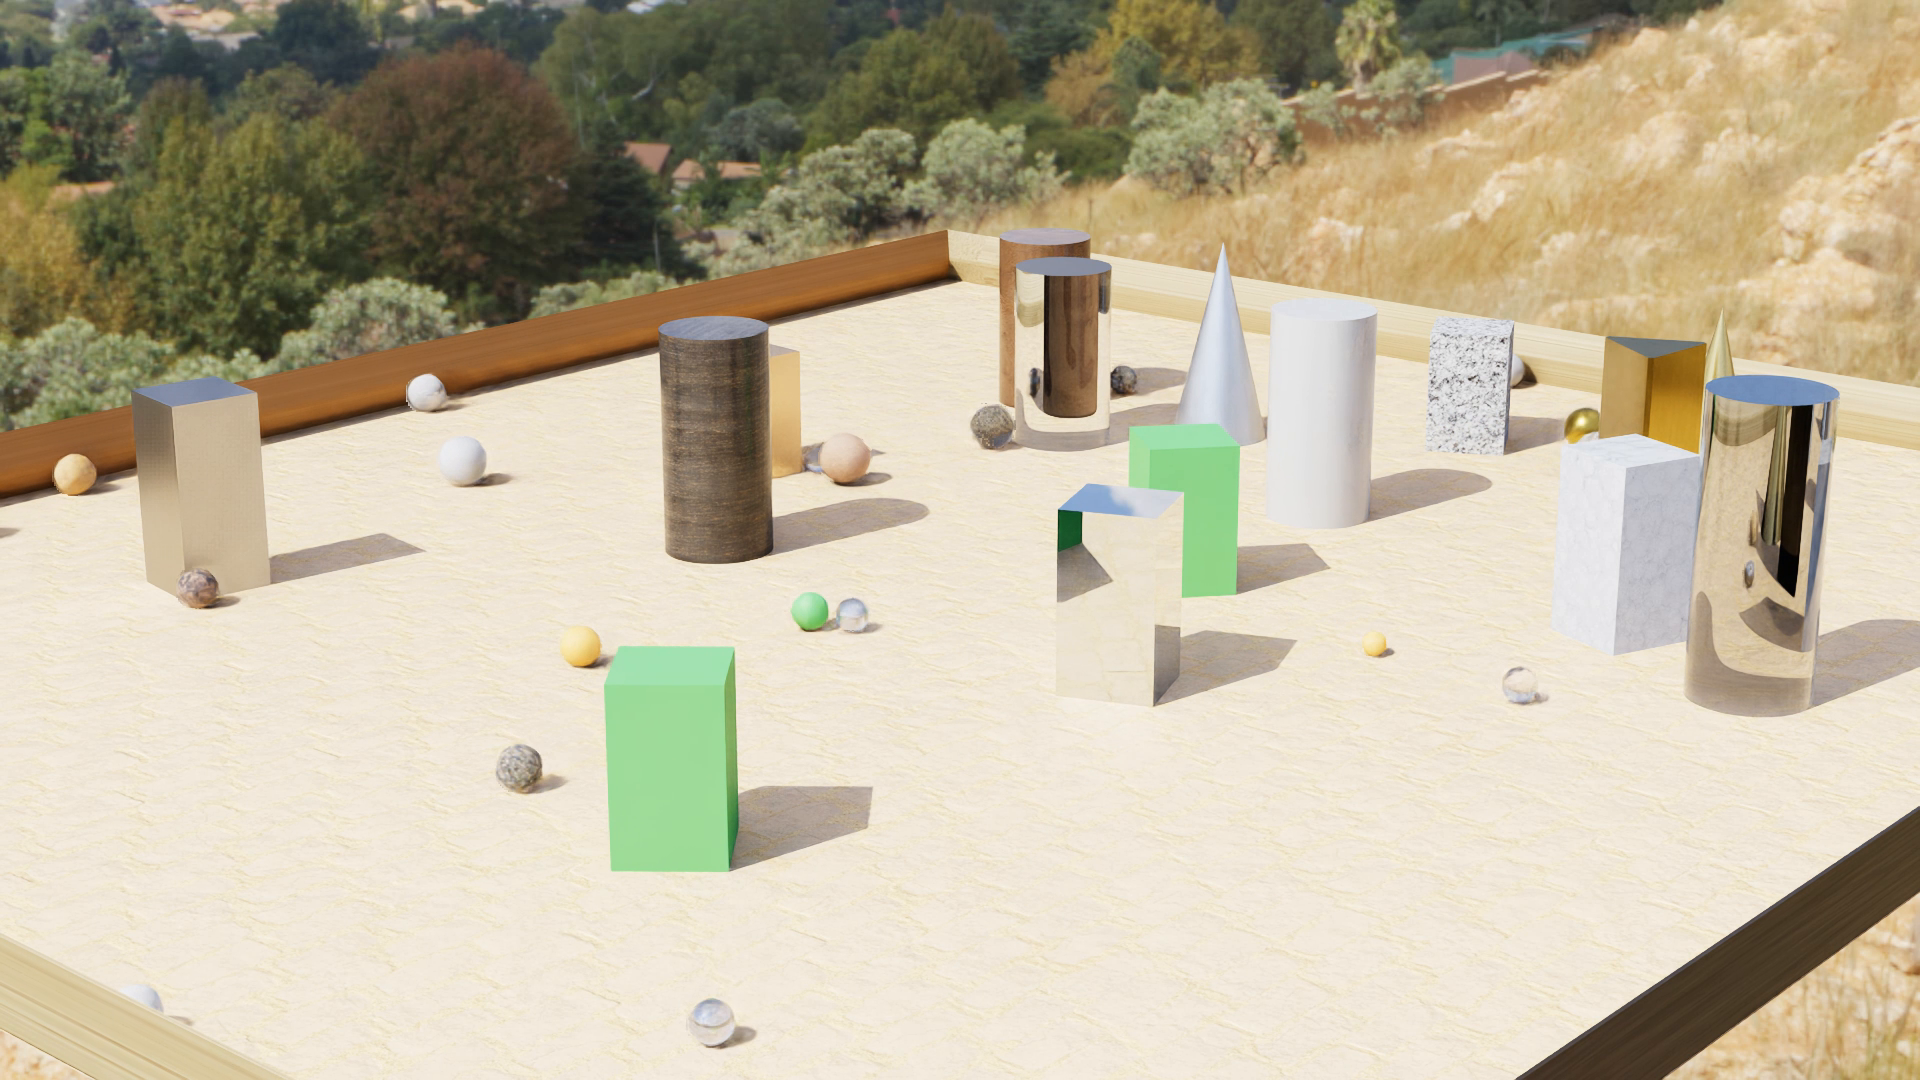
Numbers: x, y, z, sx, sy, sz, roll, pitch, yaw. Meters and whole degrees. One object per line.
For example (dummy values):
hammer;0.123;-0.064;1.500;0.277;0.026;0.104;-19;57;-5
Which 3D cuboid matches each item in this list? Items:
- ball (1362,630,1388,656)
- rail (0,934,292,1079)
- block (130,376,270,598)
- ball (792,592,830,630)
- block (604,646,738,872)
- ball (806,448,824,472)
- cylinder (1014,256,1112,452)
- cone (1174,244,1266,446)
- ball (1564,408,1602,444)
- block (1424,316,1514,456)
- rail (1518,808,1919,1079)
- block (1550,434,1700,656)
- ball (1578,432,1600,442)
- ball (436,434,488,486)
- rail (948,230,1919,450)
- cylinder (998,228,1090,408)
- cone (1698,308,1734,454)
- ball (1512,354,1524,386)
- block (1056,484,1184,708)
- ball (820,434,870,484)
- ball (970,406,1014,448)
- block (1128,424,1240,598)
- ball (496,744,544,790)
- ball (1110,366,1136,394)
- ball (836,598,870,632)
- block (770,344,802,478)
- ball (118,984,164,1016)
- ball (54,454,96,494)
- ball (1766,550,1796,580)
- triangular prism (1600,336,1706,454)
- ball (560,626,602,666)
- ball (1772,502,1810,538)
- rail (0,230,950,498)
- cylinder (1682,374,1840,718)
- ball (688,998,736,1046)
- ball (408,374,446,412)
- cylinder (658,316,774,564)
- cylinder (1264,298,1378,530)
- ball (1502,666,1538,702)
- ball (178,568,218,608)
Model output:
ball;0.682;0.170;4.821;0.041;0.041;0.041;0;17;0
rail;-1.321;0.471;3.663;3.626;0.130;0.045;14;22;39
block;-1.333;-0.091;5.150;0.160;0.351;0.160;-14;22;-38
ball;-0.253;0.120;4.947;0.064;0.064;0.064;0;17;0
block;-0.391;0.298;4.003;0.160;0.268;0.160;0;17;1
ball;-0.287;-0.160;5.903;0.049;0.049;0.049;0;17;0
cylinder;0.214;-0.388;6.102;0.199;0.370;0.199;0;17;0
cone;0.545;-0.420;6.130;0.199;0.414;0.199;0;17;0
ball;1.294;-0.230;6.064;0.089;0.089;0.089;0;17;0
block;1.059;-0.321;6.087;0.160;0.251;0.160;4;17;13
rail;1.351;0.371;3.996;0.045;0.130;4.077;14;22;39
block;1.106;0.006;4.879;0.160;0.321;0.160;-9;19;-27
ball;1.269;-0.167;5.840;0.098;0.098;0.098;0;17;0
ball;-0.987;-0.158;5.808;0.100;0.100;0.100;0;17;0
rail;1.321;-0.406;6.577;3.626;0.130;0.045;14;22;39
cylinder;0.185;-0.485;6.432;0.199;0.367;0.199;0;17;0
cone;1.427;-0.240;5.543;0.199;0.409;0.199;0;17;0
ball;1.230;-0.382;6.590;0.078;0.078;0.078;0;17;0
block;0.253;0.085;4.640;0.160;0.307;0.160;6;18;18
ball;-0.227;-0.162;5.822;0.100;0.100;0.100;0;17;0
ball;0.067;-0.235;6.079;0.090;0.090;0.090;0;17;0
block;0.392;-0.052;5.159;0.160;0.270;0.160;-3;17;-9
ball;-0.638;0.329;4.245;0.068;0.068;0.068;0;17;0
ball;0.362;-0.356;6.529;0.064;0.064;0.064;0;17;0
ball;-0.180;0.126;4.937;0.058;0.058;0.058;0;17;0
block;-0.432;-0.258;5.880;0.160;0.249;0.160;-15;22;-41
ball;-0.979;0.560;3.483;0.066;0.066;0.066;0;17;0
ball;-1.734;-0.129;5.747;0.079;0.079;0.079;0;17;0
ball;1.461;0.045;5.218;0.051;0.051;0.051;0;17;0
triangular prism;1.208;-0.152;5.250;0.173;0.410;0.150;-16;23;-42
ball;-0.616;0.173;4.768;0.066;0.066;0.066;0;17;0
ball;1.550;-0.038;5.465;0.067;0.067;0.067;0;17;0
rail;-1.351;-0.306;6.243;0.045;0.130;4.077;14;22;39
cylinder;1.245;0.008;4.566;0.199;0.498;0.199;0;17;0
ball;-0.294;0.570;3.468;0.055;0.055;0.055;0;17;0
ball;-1.160;-0.320;6.379;0.081;0.081;0.081;0;17;0
cylinder;-0.444;-0.183;5.345;0.199;0.415;0.199;0;17;0
cylinder;0.684;-0.241;5.561;0.199;0.401;0.199;0;17;0
ball;0.879;0.227;4.603;0.057;0.057;0.057;0;17;0
ball;-1.316;0.083;5.062;0.068;0.068;0.068;0;17;0
